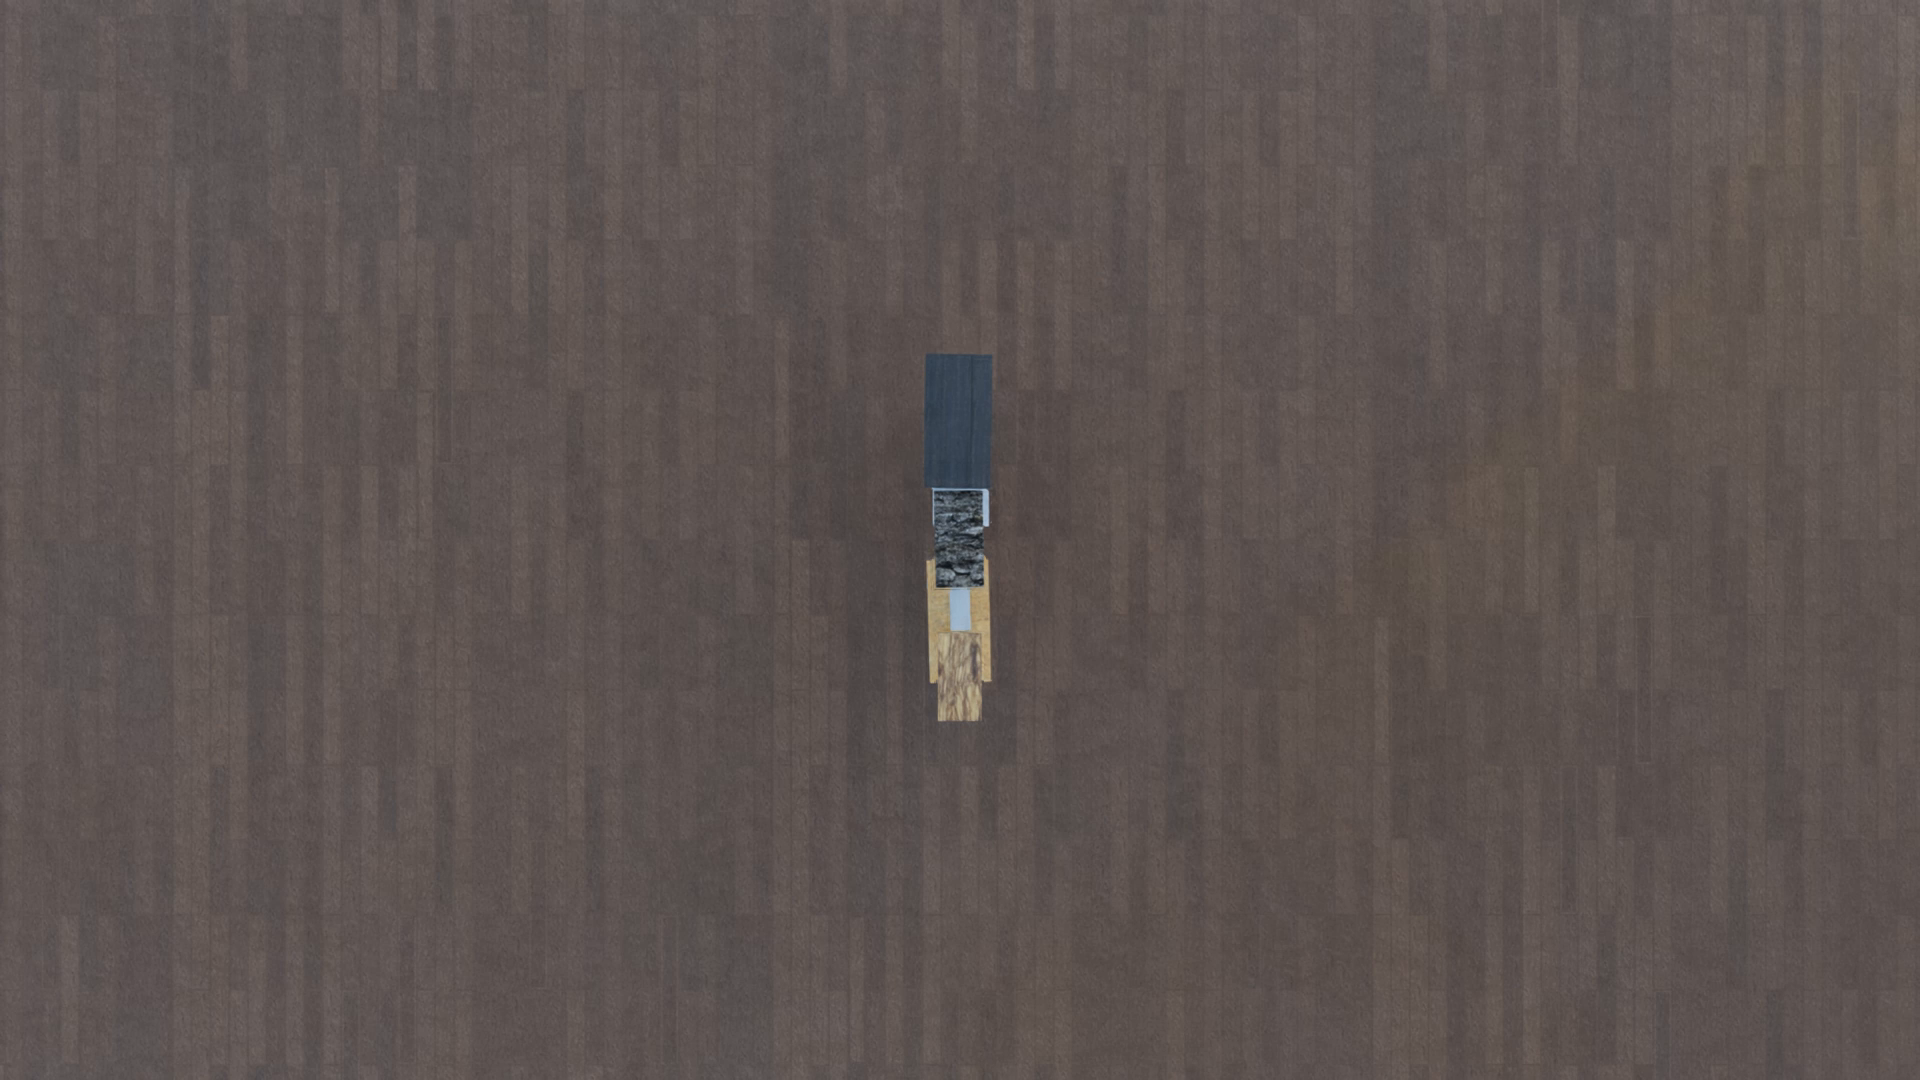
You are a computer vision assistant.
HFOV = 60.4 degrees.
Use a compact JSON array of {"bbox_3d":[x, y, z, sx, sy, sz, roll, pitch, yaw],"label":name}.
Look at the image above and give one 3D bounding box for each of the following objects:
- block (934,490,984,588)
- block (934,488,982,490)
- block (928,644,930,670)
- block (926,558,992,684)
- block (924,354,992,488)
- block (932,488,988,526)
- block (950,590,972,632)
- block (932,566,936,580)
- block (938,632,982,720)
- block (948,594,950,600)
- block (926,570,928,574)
[{"bbox_3d":[-0.002,-0.002,4.222,0.123,0.035,0.247,-1,88,-2],"label":"block"},{"bbox_3d":[-0.005,-0.247,4.530,0.135,0.038,0.269,0,90,0],"label":"block"},{"bbox_3d":[-0.005,0.327,4.715,0.167,0.335,0.047,-1,92,-1],"label":"block"},{"bbox_3d":[-0.003,0.220,4.517,0.167,0.047,0.335,-1,93,-1],"label":"block"},{"bbox_3d":[-0.005,-0.298,4.152,0.167,0.047,0.335,1,90,0],"label":"block"},{"bbox_3d":[0.003,-0.203,4.841,0.163,0.046,0.327,0,90,0],"label":"block"},{"bbox_3d":[0.000,0.187,4.375,0.054,0.015,0.107,-2,92,-2],"label":"block"},{"bbox_3d":[-0.007,0.085,4.360,0.123,0.247,0.035,-1,88,-2],"label":"block"},{"bbox_3d":[-0.001,0.352,4.252,0.112,0.032,0.225,0,89,0],"label":"block"},{"bbox_3d":[-0.002,0.153,4.435,0.054,0.107,0.015,-3,90,-2],"label":"block"},{"bbox_3d":[-0.009,0.104,4.703,0.167,0.335,0.047,-1,91,-1],"label":"block"}]
